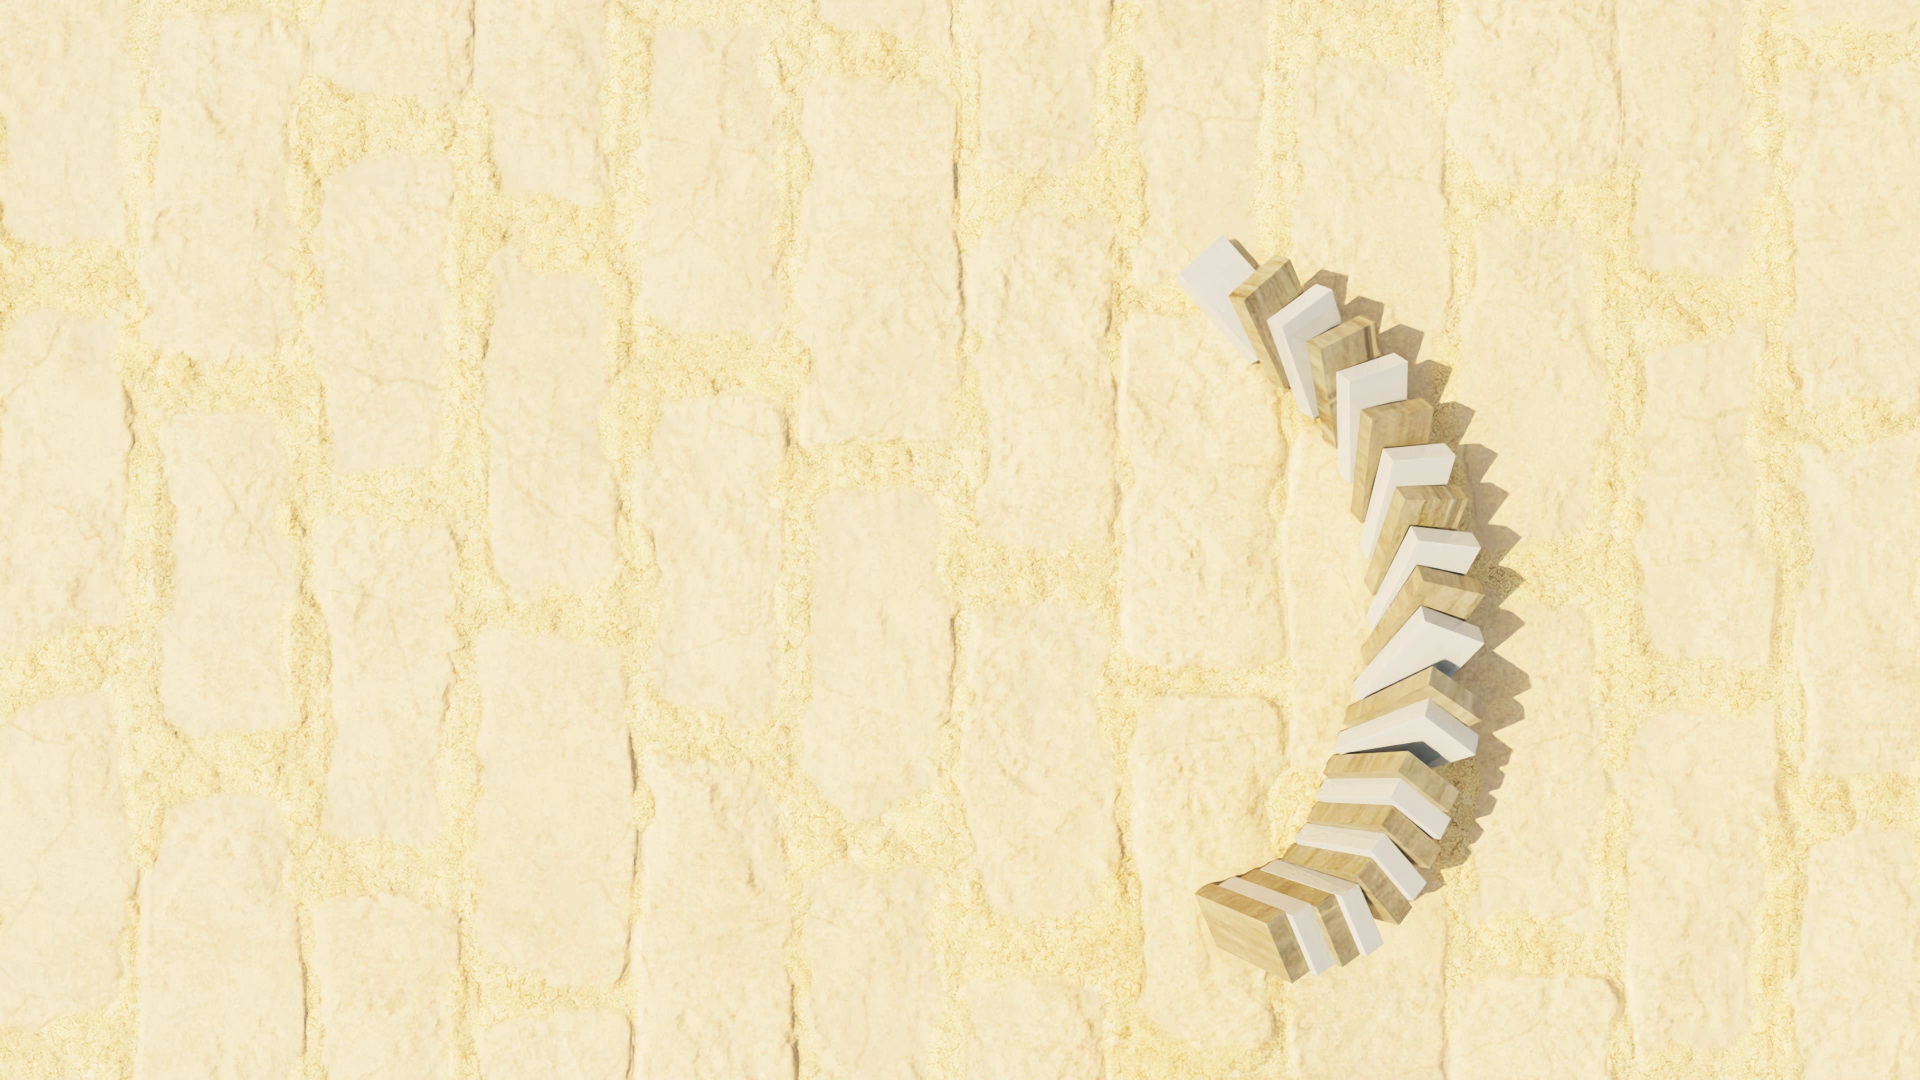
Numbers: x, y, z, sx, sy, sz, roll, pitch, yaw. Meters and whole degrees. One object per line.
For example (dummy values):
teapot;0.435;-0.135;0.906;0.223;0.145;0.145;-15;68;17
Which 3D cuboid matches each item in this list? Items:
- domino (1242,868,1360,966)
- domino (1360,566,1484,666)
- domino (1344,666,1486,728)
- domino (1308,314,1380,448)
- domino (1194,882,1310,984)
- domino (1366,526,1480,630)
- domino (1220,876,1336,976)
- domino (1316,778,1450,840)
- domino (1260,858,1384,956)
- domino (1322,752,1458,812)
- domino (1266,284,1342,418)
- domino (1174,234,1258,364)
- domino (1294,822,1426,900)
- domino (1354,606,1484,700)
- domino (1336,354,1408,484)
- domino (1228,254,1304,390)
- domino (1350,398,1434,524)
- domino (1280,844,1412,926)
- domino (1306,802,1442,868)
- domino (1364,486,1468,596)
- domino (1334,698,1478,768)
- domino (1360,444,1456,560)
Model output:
domino;0.137;0.153;0.375;0.009;0.050;0.025;-23;90;-20
domino;0.191;0.035;0.380;0.025;0.010;0.050;13;130;0
domino;0.185;0.071;0.377;0.025;0.050;0.009;34;55;0
domino;0.162;-0.065;0.382;0.025;0.010;0.050;-27;125;0
domino;0.118;0.160;0.375;0.009;0.050;0.025;-23;90;-20
domino;0.191;0.018;0.381;0.025;0.009;0.050;6;129;0
domino;0.128;0.157;0.375;0.009;0.050;0.025;-23;90;-20
domino;0.171;0.109;0.375;0.025;0.050;0.009;39;71;0
domino;0.147;0.149;0.375;0.009;0.050;0.025;-23;90;-20
domino;0.175;0.099;0.375;0.025;0.050;0.010;39;71;0
domino;0.148;-0.078;0.382;0.025;0.009;0.050;-36;126;0
domino;0.119;-0.104;0.395;0.025;0.010;0.050;-42;90;0
domino;0.162;0.131;0.375;0.010;0.050;0.025;-40;90;-19
domino;0.189;0.051;0.380;0.025;0.009;0.050;20;130;0
domino;0.171;-0.050;0.382;0.025;0.009;0.050;-19;125;-1
domino;0.133;-0.090;0.381;0.025;0.010;0.050;-42;126;0
domino;0.179;-0.033;0.382;0.025;0.009;0.050;-11;124;0
domino;0.157;0.140;0.375;0.010;0.050;0.025;-40;90;-19
domino;0.168;0.120;0.375;0.025;0.050;0.009;41;71;0
domino;0.189;0.001;0.381;0.025;0.010;0.050;-1;127;0
domino;0.182;0.083;0.376;0.025;0.050;0.009;37;55;-1
domino;0.185;-0.015;0.381;0.025;0.010;0.050;-5;128;0
